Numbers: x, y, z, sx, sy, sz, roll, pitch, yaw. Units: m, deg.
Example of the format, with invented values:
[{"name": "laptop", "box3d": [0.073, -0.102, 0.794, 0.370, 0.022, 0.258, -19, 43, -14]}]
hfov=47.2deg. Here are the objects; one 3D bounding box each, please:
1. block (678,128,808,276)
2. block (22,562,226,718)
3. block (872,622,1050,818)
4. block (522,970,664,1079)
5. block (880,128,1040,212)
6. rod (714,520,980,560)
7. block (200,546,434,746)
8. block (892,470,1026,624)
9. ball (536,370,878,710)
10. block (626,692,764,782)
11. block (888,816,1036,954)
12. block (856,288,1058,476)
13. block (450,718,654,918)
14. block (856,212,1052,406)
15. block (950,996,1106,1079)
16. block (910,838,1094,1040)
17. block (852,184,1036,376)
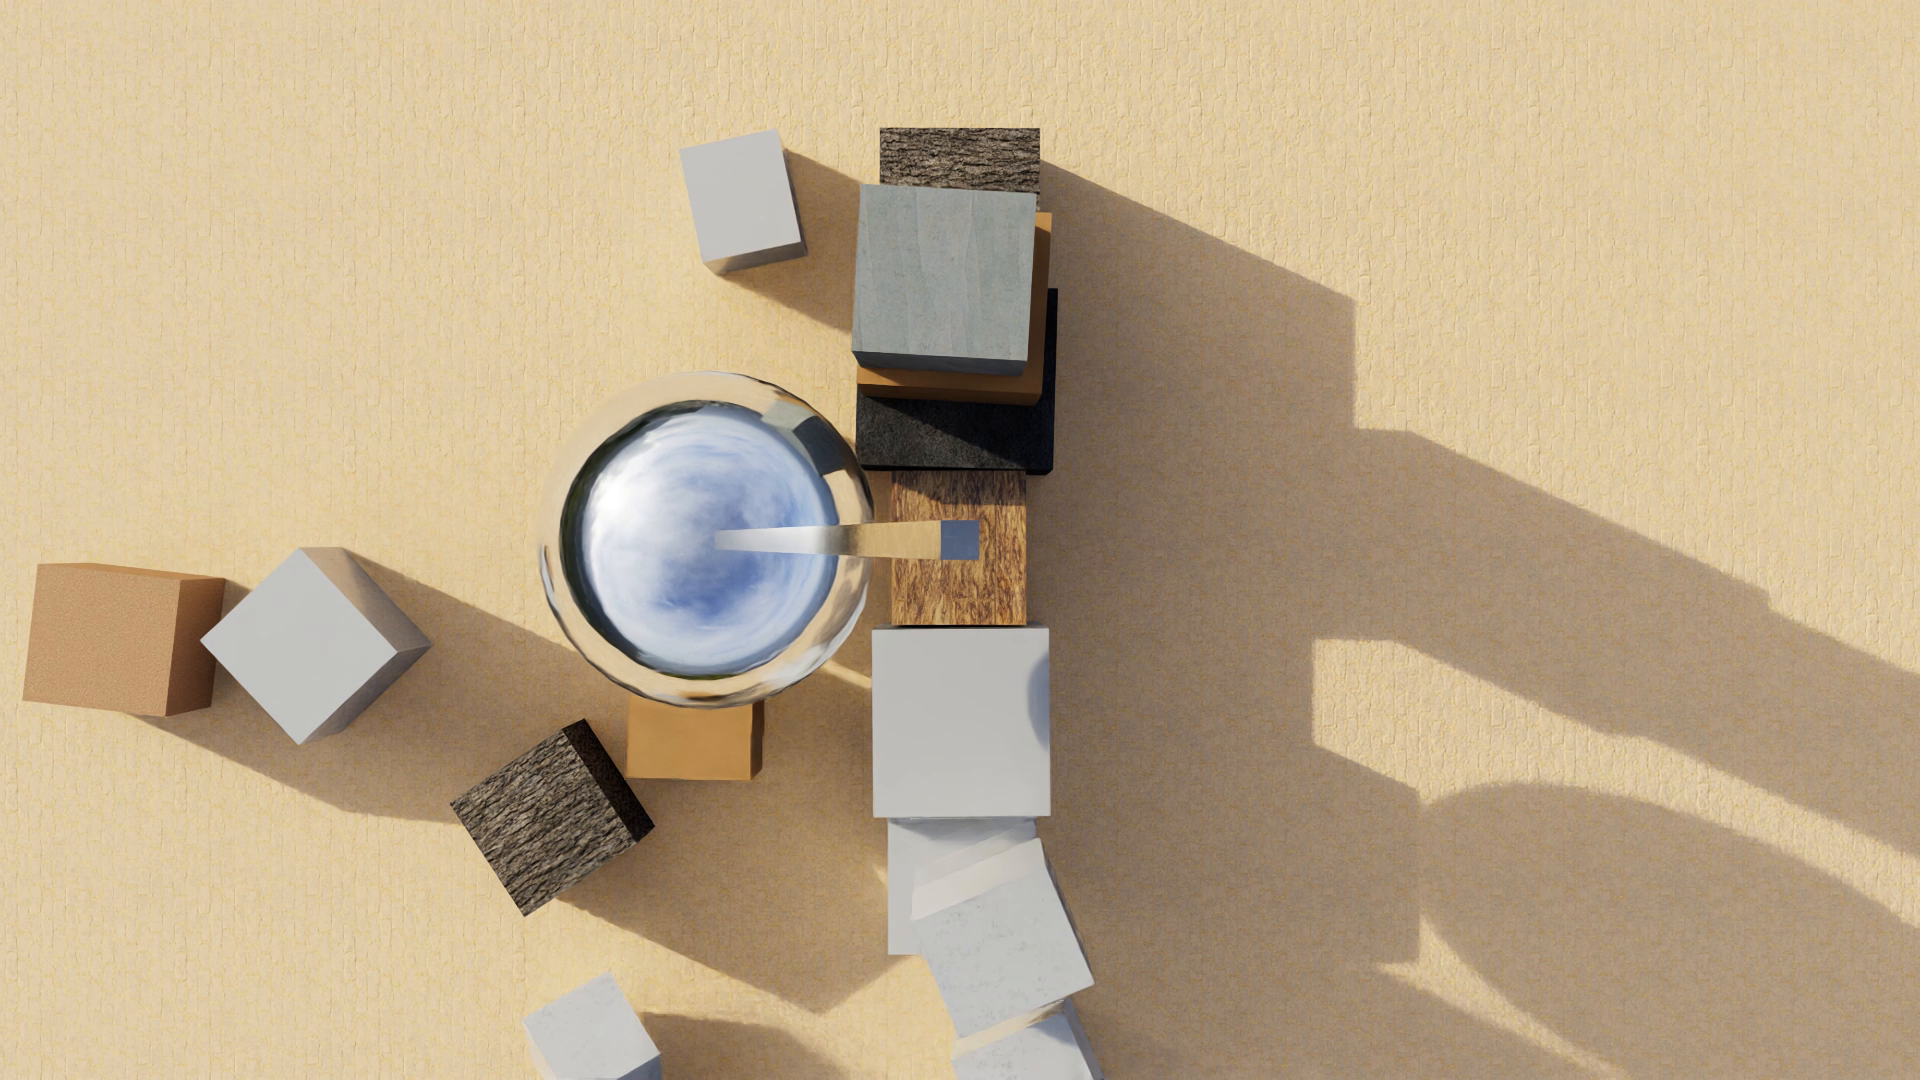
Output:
[{"name": "block", "box3d": [-1.239, -1.940, 12.689, 0.568, 0.623, 0.650, -12, 90, 0]}, {"name": "block", "box3d": [-4.783, 0.560, 12.624, 0.801, 0.751, 0.768, 6, 90, 0]}, {"name": "block", "box3d": [0.006, 0.994, 12.476, 0.962, 1.048, 1.019, 0, 90, 0]}, {"name": "block", "box3d": [-2.086, 2.937, 12.543, 0.551, 0.546, 0.593, -27, 62, -21]}, {"name": "block", "box3d": [-0.002, -1.833, 12.556, 0.886, 0.889, 0.877, 0, 90, 0]}, {"name": "rod", "box3d": [-0.513, 0.000, 7.010, 0.080, 5.200, 0.080, 0, 90, -11]}, {"name": "block", "box3d": [-3.655, 0.587, 12.577, 0.752, 0.846, 0.797, -43, 90, 0]}, {"name": "block", "box3d": [-0.006, 0.043, 12.594, 0.745, 0.811, 0.856, 0, 90, 0]}, {"name": "ball", "box3d": [-1.183, 0.000, 10.344, 1.600, 1.600, 1.600, 0, 90, 0]}, {"name": "block", "box3d": [-1.504, 0.970, 12.641, 0.691, 0.713, 0.732, 2, 90, 0]}, {"name": "block", "box3d": [0.008, 1.895, 12.552, 0.819, 0.873, 0.760, 0, 91, 0]}, {"name": "block", "box3d": [-0.020, -0.890, 12.483, 1.080, 1.034, 0.988, 2, 90, 0]}, {"name": "block", "box3d": [-2.324, 1.579, 12.625, 0.750, 0.749, 0.766, -33, 90, 0]}, {"name": "block", "box3d": [-0.029, -1.206, 11.467, 0.927, 0.997, 0.904, 3, 90, 0]}, {"name": "block", "box3d": [0.434, 3.112, 12.602, 0.690, 0.748, 0.803, -24, 91, 3]}, {"name": "block", "box3d": [0.220, 2.105, 11.718, 0.753, 0.785, 0.662, -23, 93, 1]}, {"name": "block", "box3d": [-0.073, -1.221, 10.498, 0.804, 0.939, 0.763, 3, 90, 0]}]
